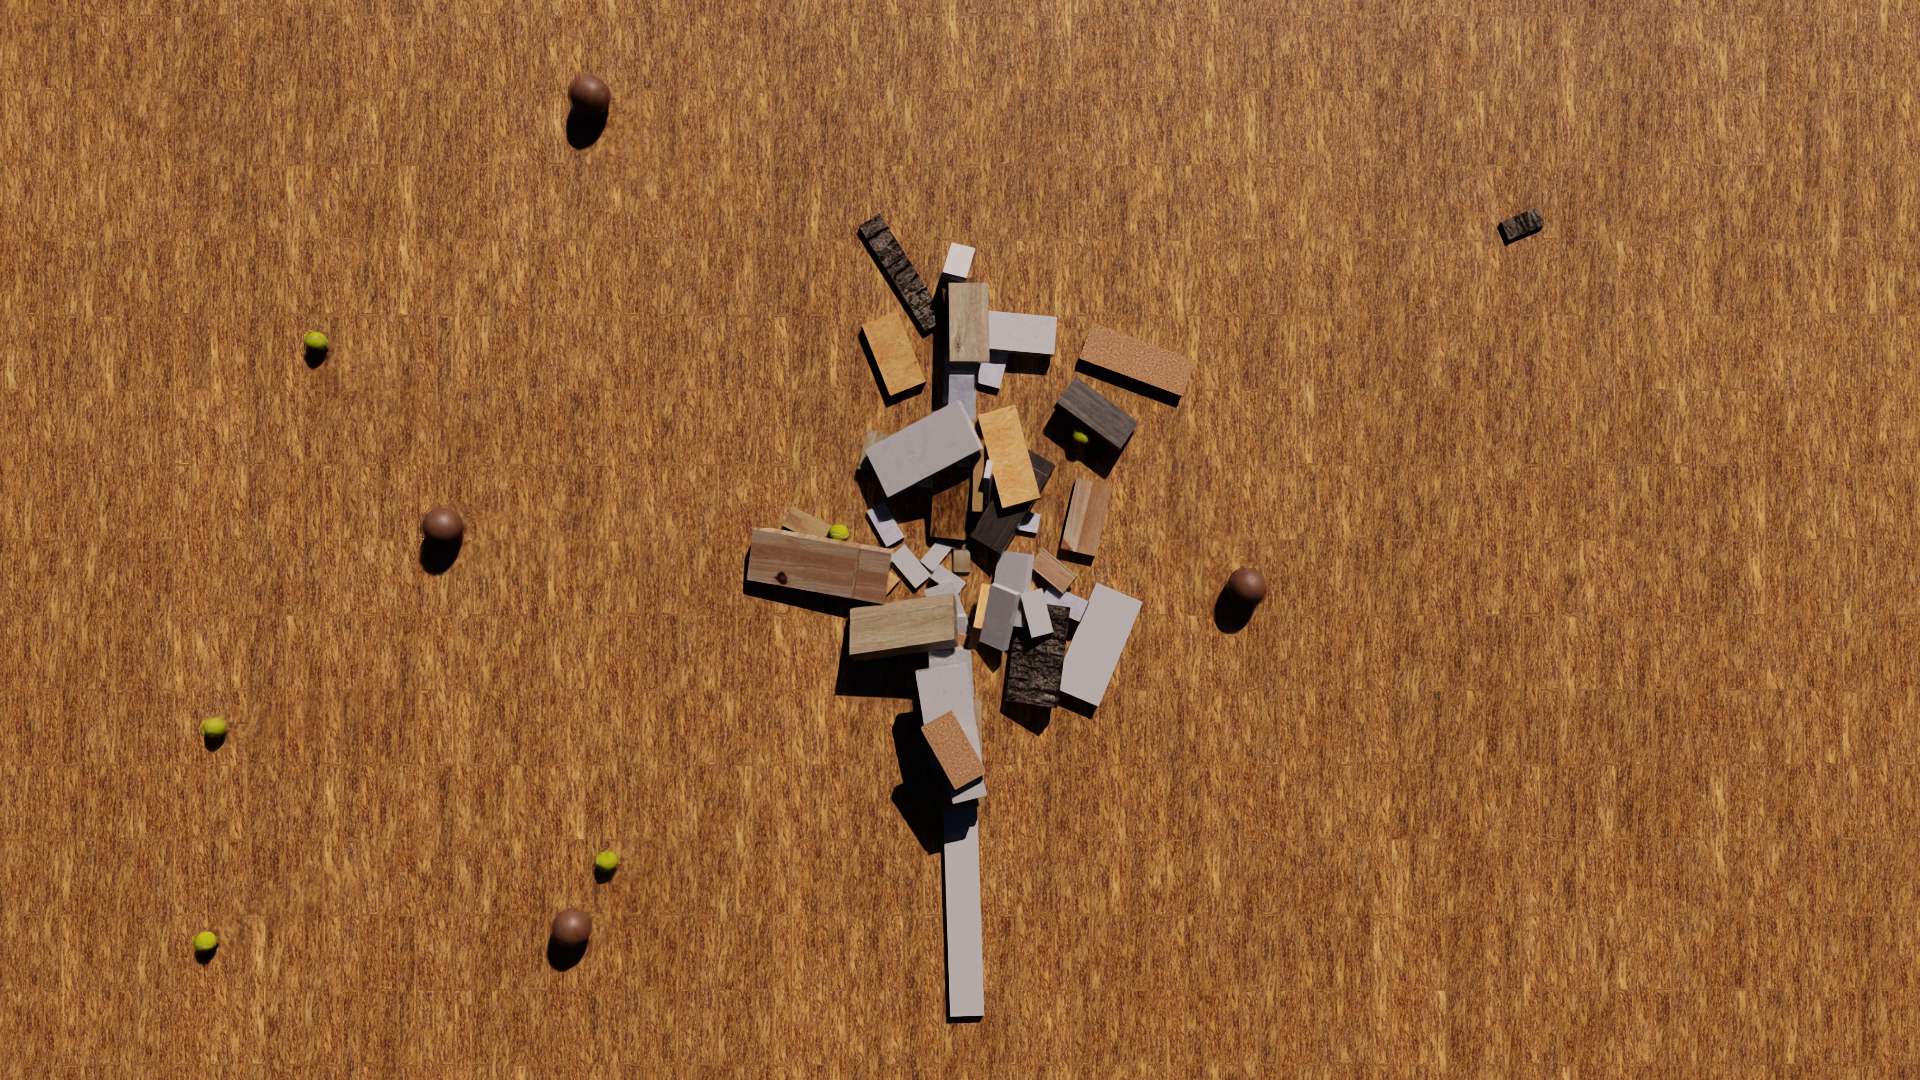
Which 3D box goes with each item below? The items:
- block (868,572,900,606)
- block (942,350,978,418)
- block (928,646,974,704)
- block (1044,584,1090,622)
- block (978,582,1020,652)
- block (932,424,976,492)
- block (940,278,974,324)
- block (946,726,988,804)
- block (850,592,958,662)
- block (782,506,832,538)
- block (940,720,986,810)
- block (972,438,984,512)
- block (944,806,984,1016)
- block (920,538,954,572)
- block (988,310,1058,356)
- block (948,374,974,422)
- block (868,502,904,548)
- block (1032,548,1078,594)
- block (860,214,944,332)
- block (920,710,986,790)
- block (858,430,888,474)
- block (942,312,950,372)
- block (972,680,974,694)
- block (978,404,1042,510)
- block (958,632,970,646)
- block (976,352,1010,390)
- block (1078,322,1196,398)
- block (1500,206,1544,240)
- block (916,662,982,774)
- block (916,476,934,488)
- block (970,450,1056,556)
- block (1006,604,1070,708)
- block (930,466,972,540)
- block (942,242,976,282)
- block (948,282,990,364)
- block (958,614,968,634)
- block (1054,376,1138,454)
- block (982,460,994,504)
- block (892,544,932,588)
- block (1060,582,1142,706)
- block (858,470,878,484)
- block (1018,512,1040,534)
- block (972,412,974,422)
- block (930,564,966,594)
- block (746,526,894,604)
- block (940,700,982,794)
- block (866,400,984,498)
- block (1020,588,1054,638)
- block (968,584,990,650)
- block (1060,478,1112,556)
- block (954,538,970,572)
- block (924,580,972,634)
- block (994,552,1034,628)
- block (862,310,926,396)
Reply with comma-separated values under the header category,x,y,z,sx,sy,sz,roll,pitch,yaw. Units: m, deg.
category,x,y,z,sx,sy,sz,roll,pitch,yaw
block,-0.265,0.158,5.491,0.064,0.018,0.128,41,90,0
block,0.000,-0.512,5.457,0.110,0.031,0.221,3,104,0
block,-0.028,0.490,5.402,0.139,0.039,0.277,-3,102,0
block,0.347,0.208,5.466,0.149,0.021,0.074,24,90,19
block,0.129,0.254,5.428,0.101,0.029,0.203,22,110,28
block,-0.021,-0.269,5.441,0.118,0.034,0.237,8,108,7
block,0.008,-0.747,5.426,0.110,0.031,0.221,-9,85,-4
block,0.005,0.726,5.313,0.113,0.032,0.226,-14,95,1
block,-0.185,0.286,5.398,0.352,0.050,0.176,-9,55,11
block,-0.509,-0.048,5.490,0.147,0.021,0.073,27,90,0
block,0.002,0.735,5.397,0.139,0.039,0.277,-5,95,0
block,0.060,-0.212,5.441,0.034,0.118,0.237,2,90,0
block,0.011,1.192,5.484,0.113,0.032,0.774,-2,90,0
block,-0.077,0.046,5.492,0.055,0.016,0.110,40,90,0
block,0.189,-0.684,5.462,0.254,0.036,0.127,5,83,-1
block,0.003,-0.461,5.415,0.082,0.023,0.164,2,107,0
block,-0.247,-0.052,5.490,0.068,0.019,0.136,-29,90,0
block,0.310,0.103,5.469,0.149,0.021,0.074,40,90,16
block,-0.191,-0.889,5.489,0.081,0.023,0.414,-32,90,0
block,-0.021,0.672,5.276,0.113,0.032,0.226,-29,94,2
block,-0.289,-0.293,5.473,0.068,0.019,0.136,15,88,4
block,0.002,-0.663,5.471,0.110,0.031,0.221,2,96,-3
block,-0.004,0.438,5.460,0.088,0.025,0.176,-6,107,-2
block,0.163,-0.274,5.449,0.130,0.037,0.324,-15,80,5
block,-0.026,0.388,5.415,0.088,0.025,0.175,15,101,-6
block,0.113,-0.591,5.489,0.081,0.023,0.162,15,90,0
block,0.588,-0.599,5.482,0.365,0.036,0.127,20,90,0
block,1.871,-1.053,5.491,0.130,0.018,0.065,-23,90,0
block,-0.035,0.575,5.340,0.167,0.047,0.333,-9,95,1
block,-0.155,-0.218,5.460,0.147,0.021,0.073,8,108,16
block,0.175,-0.129,5.462,0.120,0.034,0.346,31,87,10
block,0.258,0.376,5.450,0.167,0.047,0.333,7,90,20
block,-0.030,-0.124,5.446,0.118,0.034,0.237,6,105,7
block,-0.005,-0.914,5.437,0.081,0.023,0.162,14,48,0
block,0.029,-0.709,5.390,0.130,0.037,0.259,-1,85,-3
block,-0.019,0.334,5.453,0.088,0.025,0.176,-5,107,-2
block,0.450,-0.413,5.452,0.259,0.037,0.130,36,61,0
block,0.092,-0.189,5.418,0.021,0.147,0.073,8,56,5
block,-0.166,0.087,5.490,0.068,0.019,0.136,-41,90,0
block,0.455,0.346,5.476,0.167,0.047,0.375,23,90,0
block,-0.274,-0.256,5.491,0.064,0.018,0.128,44,90,0
block,0.199,-0.066,5.491,0.128,0.018,0.064,11,90,0
block,0.003,-0.402,5.457,0.082,0.023,0.164,4,107,0
block,-0.040,0.132,5.483,0.110,0.016,0.055,35,90,-10
block,-0.462,0.081,5.440,0.462,0.050,0.176,10,107,3
block,0.004,0.683,5.462,0.139,0.039,0.308,-1,83,0
block,-0.117,-0.296,5.388,0.352,0.050,0.176,-27,85,15
block,0.251,0.238,5.399,0.074,0.021,0.149,-14,91,-2
block,0.063,0.249,5.392,0.029,0.203,0.101,12,134,0
block,0.418,-0.076,5.483,0.120,0.034,0.240,13,90,0
block,0.006,0.052,5.492,0.055,0.016,0.110,0,90,0
block,-0.036,0.244,5.471,0.101,0.029,0.203,-20,97,3
block,0.170,0.161,5.454,0.120,0.034,0.240,7,90,32
block,-0.220,-0.619,5.482,0.127,0.036,0.254,-22,90,0
